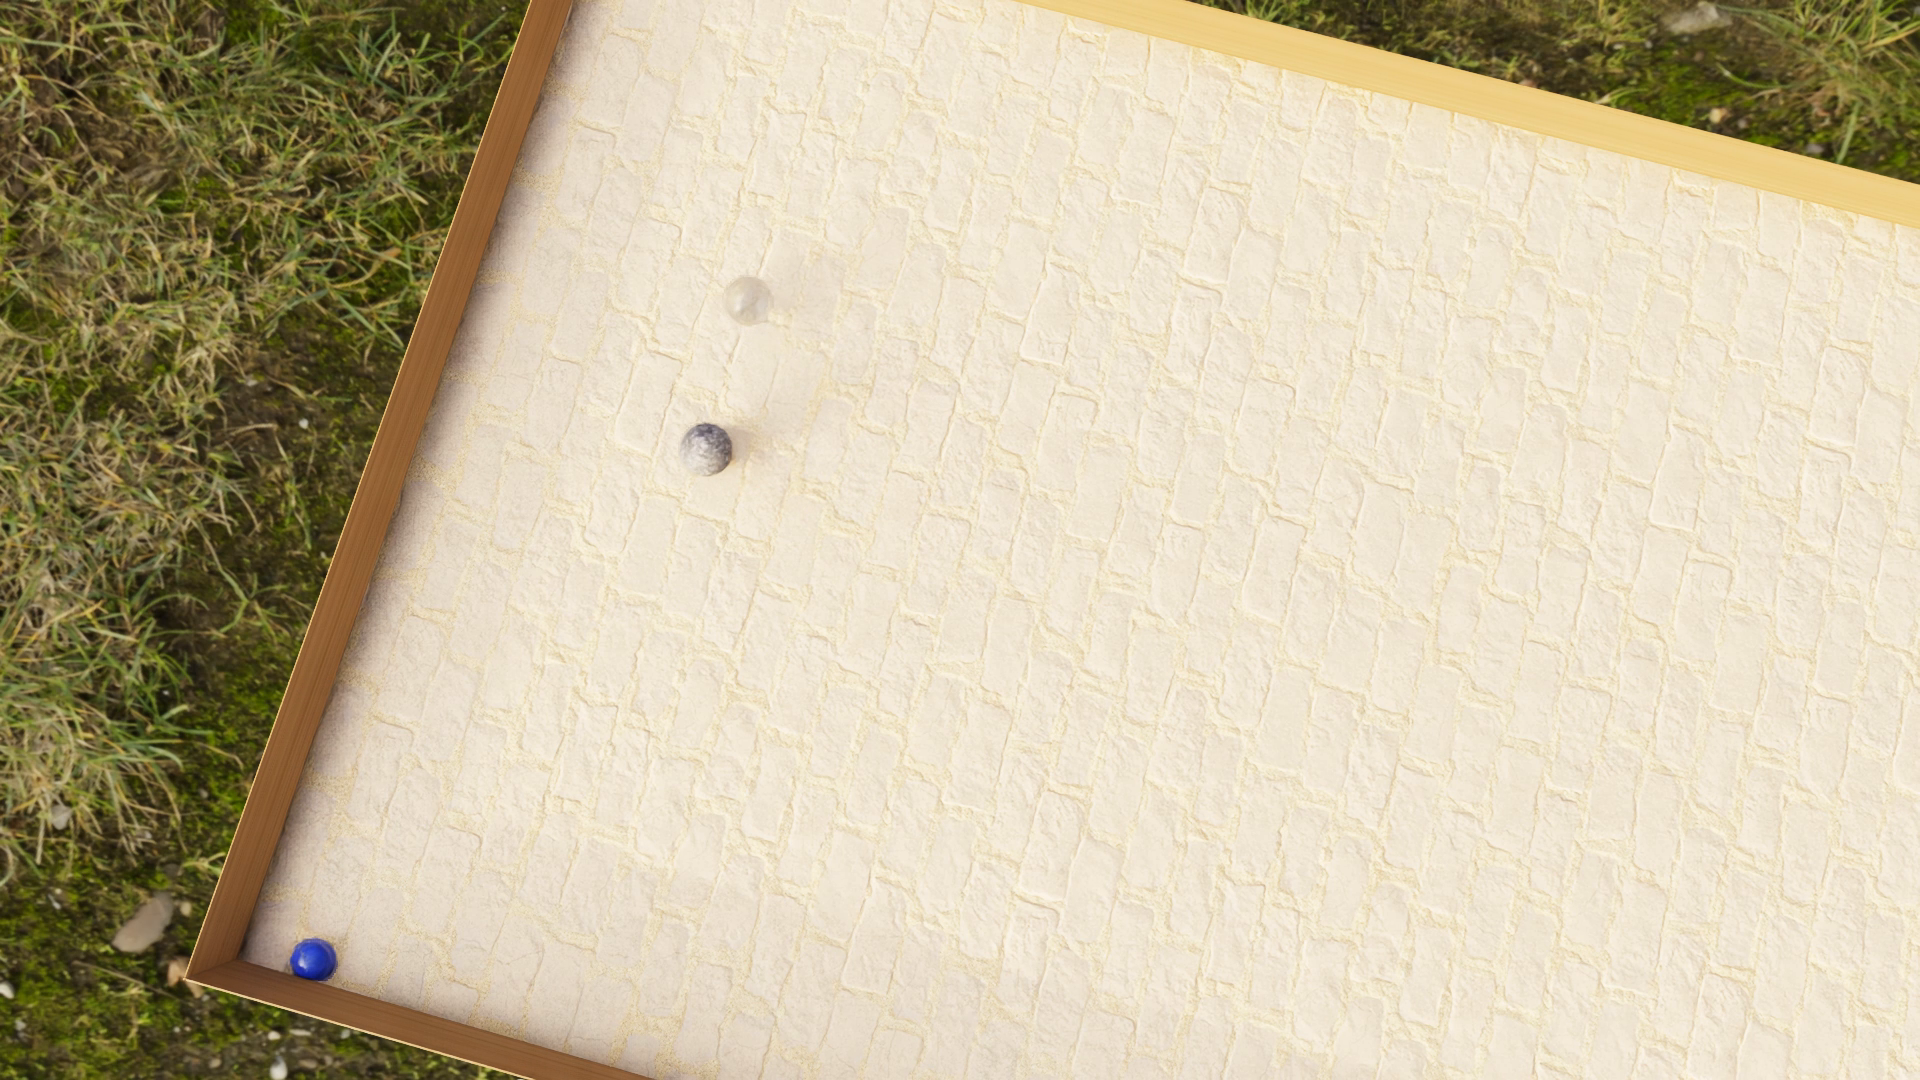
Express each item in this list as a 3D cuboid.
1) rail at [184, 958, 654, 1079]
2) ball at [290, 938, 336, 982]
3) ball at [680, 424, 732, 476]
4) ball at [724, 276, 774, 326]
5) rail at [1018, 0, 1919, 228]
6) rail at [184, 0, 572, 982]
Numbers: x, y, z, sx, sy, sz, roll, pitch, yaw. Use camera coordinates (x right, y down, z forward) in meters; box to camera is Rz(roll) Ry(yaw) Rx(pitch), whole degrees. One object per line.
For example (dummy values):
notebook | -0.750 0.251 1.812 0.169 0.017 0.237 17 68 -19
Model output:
rail | 0.610 1.069 3.048 3.531 0.105 0.045 15 77 4
ball | -0.936 0.608 3.184 0.064 0.064 0.064 0 76 0
ball | -0.387 -0.138 3.359 0.081 0.081 0.081 0 76 0
ball | -0.328 -0.372 3.419 0.077 0.077 0.077 0 76 0
rail | 1.091 -0.618 3.464 3.531 0.105 0.045 15 77 4
rail | -0.828 -0.226 3.368 0.045 0.105 1.850 15 77 4
